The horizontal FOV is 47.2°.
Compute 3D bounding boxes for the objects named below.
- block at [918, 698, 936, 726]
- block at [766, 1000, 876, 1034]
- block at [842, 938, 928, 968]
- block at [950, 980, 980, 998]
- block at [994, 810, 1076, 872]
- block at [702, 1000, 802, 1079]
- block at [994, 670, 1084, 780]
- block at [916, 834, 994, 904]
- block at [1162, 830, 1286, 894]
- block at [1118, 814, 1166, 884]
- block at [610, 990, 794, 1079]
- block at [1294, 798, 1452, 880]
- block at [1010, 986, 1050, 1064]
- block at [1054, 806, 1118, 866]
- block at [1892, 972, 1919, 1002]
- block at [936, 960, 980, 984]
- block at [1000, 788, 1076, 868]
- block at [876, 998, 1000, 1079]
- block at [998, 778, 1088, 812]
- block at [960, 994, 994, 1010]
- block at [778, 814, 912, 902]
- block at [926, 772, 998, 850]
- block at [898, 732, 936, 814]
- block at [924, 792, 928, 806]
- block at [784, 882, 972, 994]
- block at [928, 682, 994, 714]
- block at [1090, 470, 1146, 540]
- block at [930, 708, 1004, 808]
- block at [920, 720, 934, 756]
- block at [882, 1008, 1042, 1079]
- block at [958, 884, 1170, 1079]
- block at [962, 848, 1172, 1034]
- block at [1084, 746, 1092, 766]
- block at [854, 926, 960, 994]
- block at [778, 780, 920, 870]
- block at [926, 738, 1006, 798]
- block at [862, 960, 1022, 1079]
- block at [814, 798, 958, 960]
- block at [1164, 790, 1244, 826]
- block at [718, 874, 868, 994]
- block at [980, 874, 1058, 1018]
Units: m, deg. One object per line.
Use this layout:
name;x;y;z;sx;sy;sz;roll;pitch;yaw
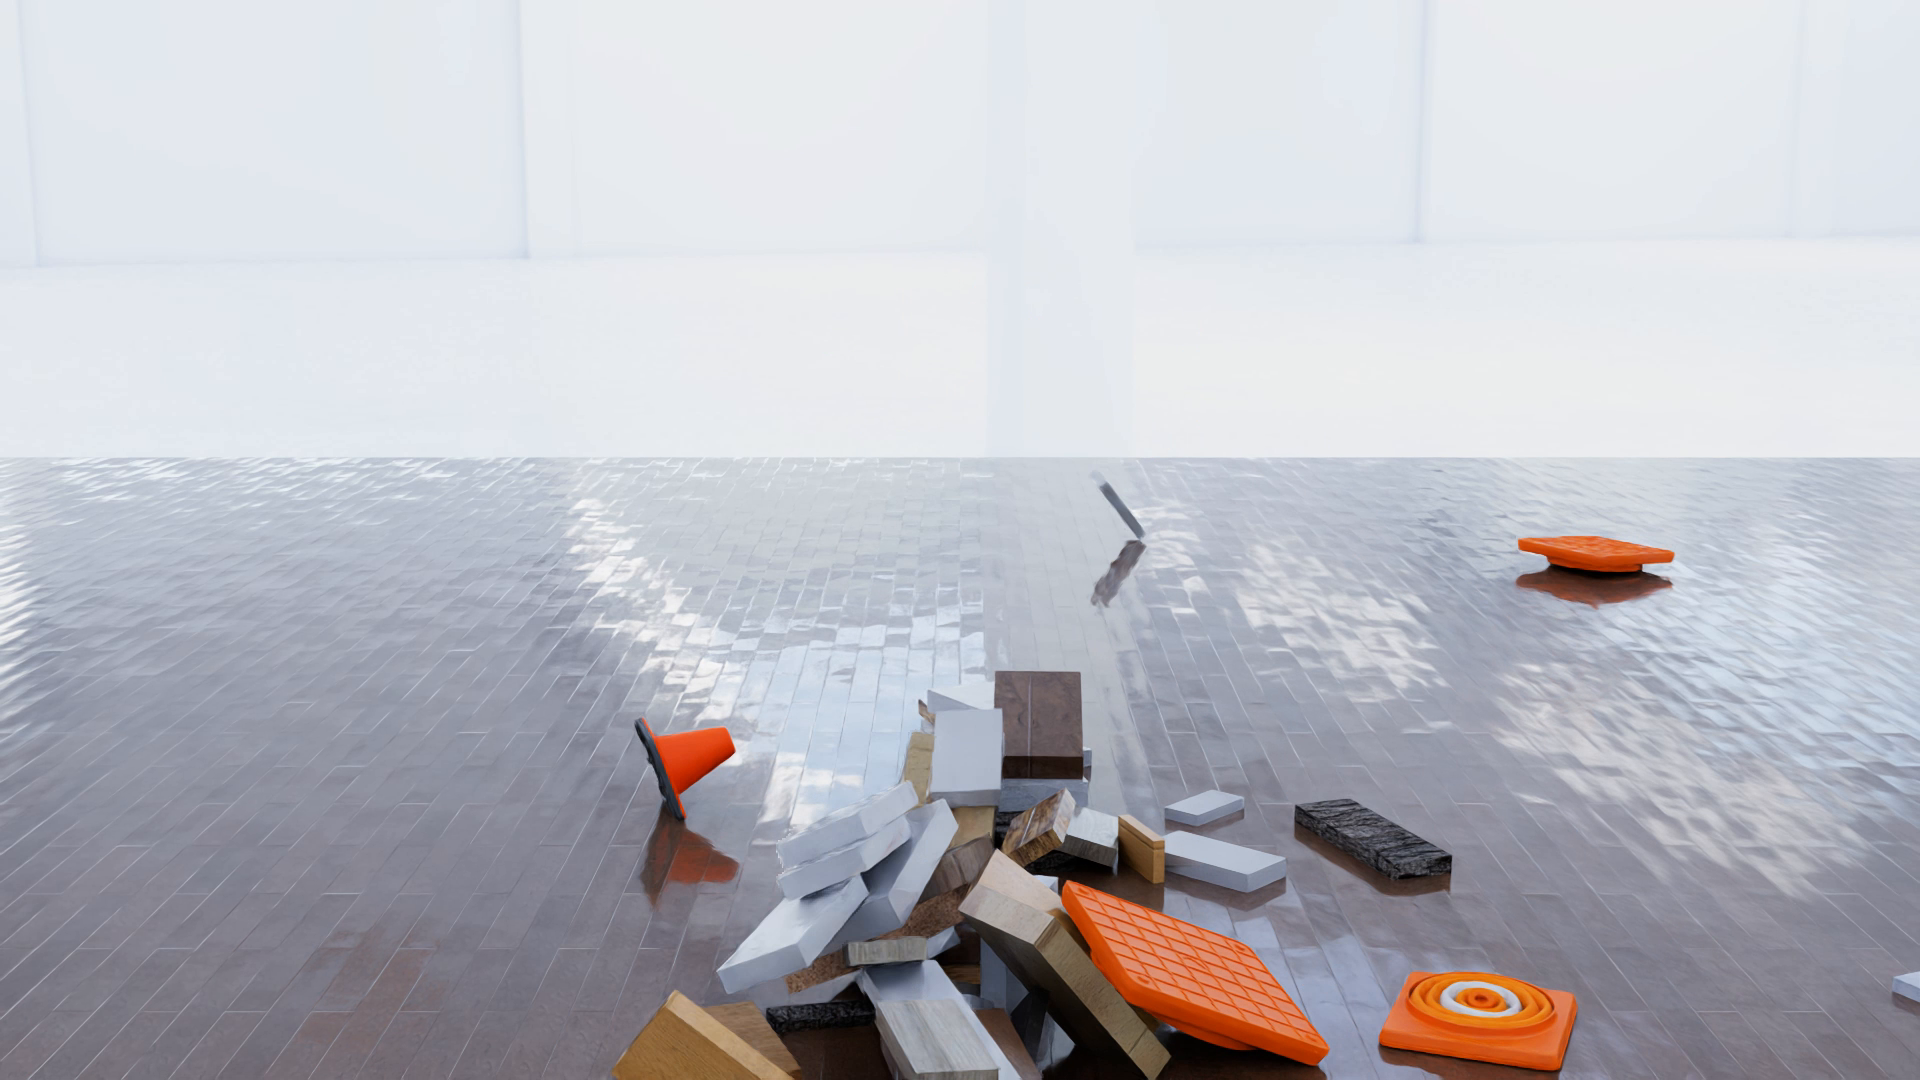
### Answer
block;0.006;0.370;4.578;0.118;0.034;0.237;-4;11;-18
block;-0.187;0.679;3.143;0.175;0.016;0.057;-2;11;-12
block;-0.098;0.532;2.831;0.097;0.028;0.194;-3;-12;-6
block;-0.032;0.639;3.106;0.090;0.026;0.181;-3;-14;14
block;0.116;0.523;3.944;0.113;0.032;0.348;-2;11;-9
block;-0.310;0.698;2.994;0.124;0.035;0.248;-4;11;-20
block;0.148;0.349;4.188;0.168;0.048;0.337;1;24;2
block;-0.041;0.525;3.446;0.175;0.050;0.350;-22;-6;3
block;0.434;0.552;3.785;0.228;0.032;0.114;9;14;42
block;0.311;0.531;3.784;0.021;0.075;0.149;-4;11;-19
block;-0.263;0.657;2.573;0.272;0.127;0.036;38;25;-2
block;0.729;0.529;3.909;0.114;0.032;0.347;-4;11;-20
block;0.080;0.665;2.878;0.021;0.076;0.151;26;41;-9
block;0.219;0.514;3.867;0.113;0.032;0.226;17;8;2
block;1.445;0.666;3.202;0.075;0.021;0.149;-5;12;-24
block;-0.012;0.631;3.215;0.090;0.026;0.181;0;-9;3
block;0.131;0.497;3.753;0.113;0.032;0.226;-32;5;13
block;-0.029;0.589;2.564;0.097;0.028;0.194;1;12;-16
block;0.119;0.438;4.176;0.168;0.048;0.337;-2;11;-12
block;-0.031;0.643;2.998;0.124;0.035;0.248;-2;-14;8
block;-0.160;0.450;3.127;0.124;0.035;0.248;-24;-2;13
block;0.000;0.490;3.837;0.121;0.034;0.243;-1;34;7
block;-0.086;0.438;3.571;0.037;0.132;0.386;10;-25;-2
block;-0.028;0.479;4.108;0.068;0.019;0.136;1;11;6
block;-0.104;0.584;3.279;0.175;0.050;0.350;-25;-7;26
block;0.086;0.345;4.441;0.168;0.048;0.337;-5;9;-28
block;0.492;-0.109;6.839;0.032;0.228;0.114;-37;25;2
block;0.014;0.388;3.925;0.121;0.034;0.243;-3;31;4
block;-0.011;0.415;4.520;0.118;0.034;0.237;-1;11;-6
block;0.011;0.647;2.613;0.156;0.044;0.312;-1;13;-12
block;0.140;0.590;2.925;0.045;0.319;0.159;-50;34;-19
block;0.153;0.577;3.128;0.319;0.045;0.159;37;15;3
block;0.133;0.439;4.389;0.237;0.034;0.118;-7;13;-34
block;-0.071;0.586;3.073;0.090;0.026;0.181;-30;-9;17
block;-0.160;0.415;3.222;0.132;0.037;0.264;-24;-2;15
block;0.006;0.450;3.957;0.121;0.034;0.243;2;47;10
block;-0.022;0.600;2.656;0.097;0.028;0.388;-2;13;-17
block;-0.127;0.495;3.214;0.175;0.050;0.350;-23;10;18
block;0.457;0.499;4.100;0.075;0.021;0.149;9;14;41
block;-0.222;0.529;2.971;0.124;0.035;0.248;-23;6;20
block;0.090;0.601;3.248;0.037;0.132;0.264;3;11;19
